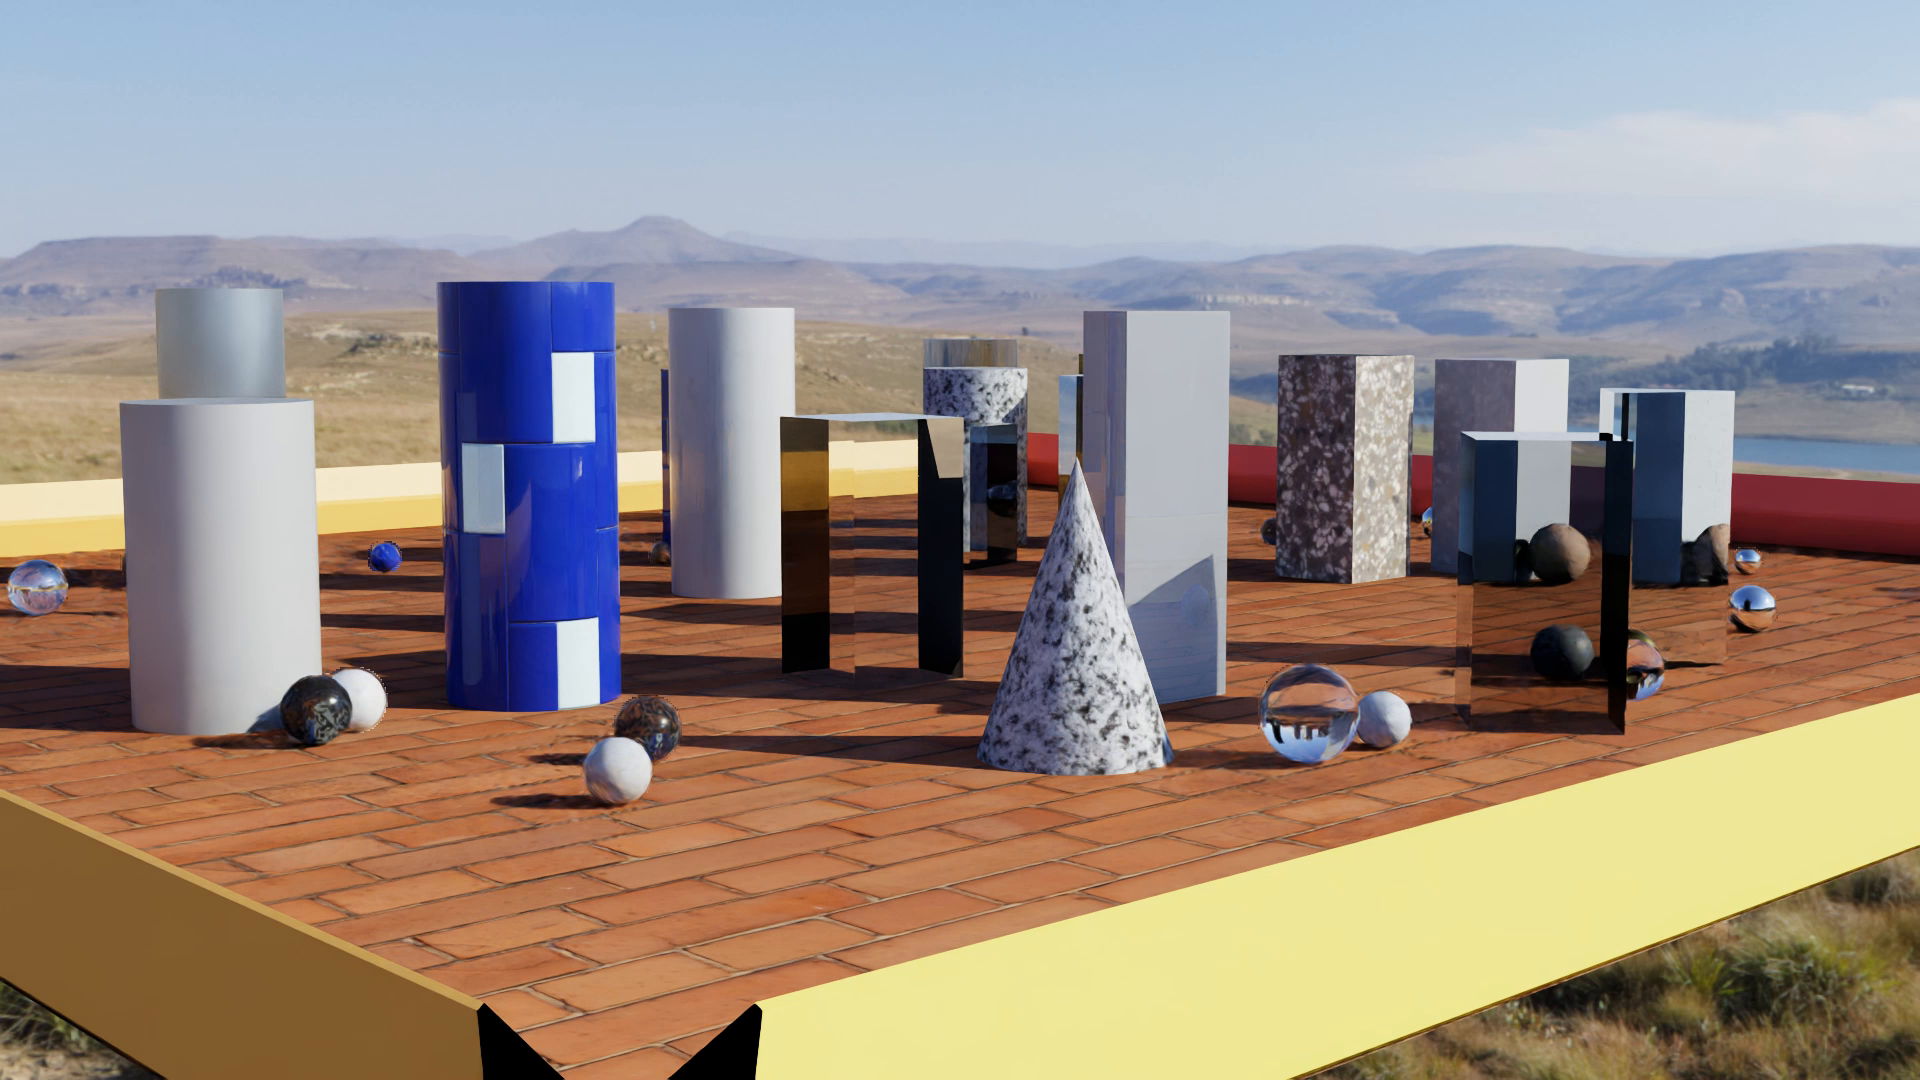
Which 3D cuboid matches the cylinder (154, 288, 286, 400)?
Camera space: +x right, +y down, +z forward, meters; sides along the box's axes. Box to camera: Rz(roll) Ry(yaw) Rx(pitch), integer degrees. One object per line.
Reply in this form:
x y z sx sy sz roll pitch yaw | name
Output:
-1.213 -0.172 3.624 0.199 0.480 0.199 0 6 0 | cylinder

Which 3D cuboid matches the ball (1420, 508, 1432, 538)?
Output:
0.936 -0.035 4.304 0.066 0.066 0.066 0 6 0 | ball

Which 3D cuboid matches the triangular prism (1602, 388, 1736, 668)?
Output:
0.860 -0.018 2.802 0.173 0.345 0.150 -2 6 -19 | triangular prism

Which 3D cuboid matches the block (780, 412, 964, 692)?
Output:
-0.108 0.009 2.678 0.160 0.317 0.160 -4 7 -37 | block

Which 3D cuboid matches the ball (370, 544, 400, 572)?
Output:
-0.983 0.030 3.756 0.050 0.050 0.050 0 6 0 | ball

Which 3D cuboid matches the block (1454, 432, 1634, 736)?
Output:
0.630 0.042 2.387 0.160 0.310 0.160 1 6 7 | block

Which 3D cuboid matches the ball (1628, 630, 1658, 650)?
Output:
0.816 0.139 2.671 0.059 0.059 0.059 0 6 0 | ball

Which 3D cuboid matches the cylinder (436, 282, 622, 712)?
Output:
-0.493 -0.056 2.524 0.199 0.477 0.199 0 6 0 | cylinder

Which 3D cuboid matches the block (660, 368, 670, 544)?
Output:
-0.422 -0.133 3.919 0.160 0.342 0.160 -4 7 -36 | block

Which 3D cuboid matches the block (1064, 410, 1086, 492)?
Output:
0.288 -0.084 3.776 0.160 0.274 0.160 -3 7 -30 | block

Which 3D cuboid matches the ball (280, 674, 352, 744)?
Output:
-0.662 0.174 2.261 0.072 0.072 0.072 0 6 0 | ball

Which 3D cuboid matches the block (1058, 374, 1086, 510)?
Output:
0.250 -0.056 3.118 0.160 0.354 0.160 4 7 36 | block

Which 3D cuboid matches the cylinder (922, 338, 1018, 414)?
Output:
0.021 -0.228 4.621 0.199 0.386 0.199 0 6 0 | cylinder

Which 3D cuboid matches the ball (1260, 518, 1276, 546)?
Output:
0.599 -0.016 4.189 0.053 0.053 0.053 0 6 0 | ball

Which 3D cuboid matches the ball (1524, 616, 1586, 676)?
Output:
0.728 0.130 2.687 0.073 0.073 0.073 0 6 0 | ball

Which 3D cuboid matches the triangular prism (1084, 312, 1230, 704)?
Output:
0.196 -0.042 2.550 0.173 0.444 0.150 -5 8 -40 | triangular prism

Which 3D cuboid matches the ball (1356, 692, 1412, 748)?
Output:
0.431 0.184 2.245 0.059 0.059 0.059 0 6 0 | ball

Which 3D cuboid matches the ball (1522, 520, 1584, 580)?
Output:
0.984 0.017 3.643 0.100 0.100 0.100 0 6 0 | ball

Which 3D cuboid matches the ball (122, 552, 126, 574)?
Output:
-1.319 0.037 3.562 0.071 0.071 0.071 0 6 0 | ball

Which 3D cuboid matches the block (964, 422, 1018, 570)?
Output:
-0.008 -0.081 3.885 0.160 0.246 0.160 4 7 32 | block

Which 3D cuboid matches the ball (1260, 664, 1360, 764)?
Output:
0.345 0.171 2.171 0.098 0.098 0.098 0 6 0 | ball

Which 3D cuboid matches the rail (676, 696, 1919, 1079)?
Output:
1.108 0.158 2.138 3.494 0.130 0.045 -5 8 -42 | rail

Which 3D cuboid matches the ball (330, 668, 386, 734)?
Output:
-0.643 0.170 2.328 0.068 0.068 0.068 0 6 0 | ball

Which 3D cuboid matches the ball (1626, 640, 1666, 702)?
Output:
0.753 0.146 2.462 0.070 0.070 0.070 0 6 0 | ball

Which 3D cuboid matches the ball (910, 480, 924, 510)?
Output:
-0.078 -0.101 4.935 0.068 0.068 0.068 0 6 0 | ball

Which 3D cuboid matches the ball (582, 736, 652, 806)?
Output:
-0.309 0.209 1.987 0.062 0.062 0.062 0 6 0 | ball

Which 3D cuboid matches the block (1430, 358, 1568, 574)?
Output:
0.922 -0.127 3.761 0.160 0.363 0.160 -6 8 -43 | block

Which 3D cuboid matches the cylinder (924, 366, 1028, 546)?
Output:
0.029 -0.161 4.215 0.199 0.336 0.199 0 6 0 | cylinder

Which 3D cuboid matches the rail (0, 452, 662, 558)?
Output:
-1.108 -0.091 4.526 3.494 0.130 0.045 -5 8 -42 | rail

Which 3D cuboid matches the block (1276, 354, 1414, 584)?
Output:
0.646 -0.124 3.693 0.160 0.371 0.160 -6 8 -43 | block

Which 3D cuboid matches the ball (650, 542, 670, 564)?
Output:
-0.525 0.023 3.872 0.040 0.040 0.040 0 6 0 | ball

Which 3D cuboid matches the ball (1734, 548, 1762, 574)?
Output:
1.337 0.037 3.731 0.043 0.043 0.043 0 6 0 | ball

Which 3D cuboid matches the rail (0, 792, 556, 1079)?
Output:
-1.266 0.155 2.169 0.045 0.130 3.315 -5 8 -42 | rail

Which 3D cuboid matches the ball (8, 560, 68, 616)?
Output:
-1.353 0.070 3.227 0.082 0.082 0.082 0 6 0 | ball

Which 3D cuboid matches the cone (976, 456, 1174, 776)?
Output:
0.116 0.067 2.198 0.199 0.301 0.199 0 6 0 | cone

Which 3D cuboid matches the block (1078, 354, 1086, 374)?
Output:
0.334 -0.172 4.193 0.160 0.363 0.160 -3 7 -26 | block

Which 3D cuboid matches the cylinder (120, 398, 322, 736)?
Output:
-0.803 0.022 2.397 0.199 0.348 0.199 0 6 0 | cylinder

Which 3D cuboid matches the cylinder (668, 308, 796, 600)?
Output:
-0.360 -0.142 3.486 0.199 0.449 0.199 0 6 0 | cylinder

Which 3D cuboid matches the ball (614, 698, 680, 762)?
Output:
-0.309 0.188 2.174 0.065 0.065 0.065 0 6 0 | ball

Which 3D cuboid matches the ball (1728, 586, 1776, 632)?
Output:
1.101 0.096 3.058 0.065 0.065 0.065 0 6 0 | ball

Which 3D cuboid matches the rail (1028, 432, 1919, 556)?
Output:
1.266 -0.087 4.494 0.045 0.130 3.315 -5 8 -42 | rail
